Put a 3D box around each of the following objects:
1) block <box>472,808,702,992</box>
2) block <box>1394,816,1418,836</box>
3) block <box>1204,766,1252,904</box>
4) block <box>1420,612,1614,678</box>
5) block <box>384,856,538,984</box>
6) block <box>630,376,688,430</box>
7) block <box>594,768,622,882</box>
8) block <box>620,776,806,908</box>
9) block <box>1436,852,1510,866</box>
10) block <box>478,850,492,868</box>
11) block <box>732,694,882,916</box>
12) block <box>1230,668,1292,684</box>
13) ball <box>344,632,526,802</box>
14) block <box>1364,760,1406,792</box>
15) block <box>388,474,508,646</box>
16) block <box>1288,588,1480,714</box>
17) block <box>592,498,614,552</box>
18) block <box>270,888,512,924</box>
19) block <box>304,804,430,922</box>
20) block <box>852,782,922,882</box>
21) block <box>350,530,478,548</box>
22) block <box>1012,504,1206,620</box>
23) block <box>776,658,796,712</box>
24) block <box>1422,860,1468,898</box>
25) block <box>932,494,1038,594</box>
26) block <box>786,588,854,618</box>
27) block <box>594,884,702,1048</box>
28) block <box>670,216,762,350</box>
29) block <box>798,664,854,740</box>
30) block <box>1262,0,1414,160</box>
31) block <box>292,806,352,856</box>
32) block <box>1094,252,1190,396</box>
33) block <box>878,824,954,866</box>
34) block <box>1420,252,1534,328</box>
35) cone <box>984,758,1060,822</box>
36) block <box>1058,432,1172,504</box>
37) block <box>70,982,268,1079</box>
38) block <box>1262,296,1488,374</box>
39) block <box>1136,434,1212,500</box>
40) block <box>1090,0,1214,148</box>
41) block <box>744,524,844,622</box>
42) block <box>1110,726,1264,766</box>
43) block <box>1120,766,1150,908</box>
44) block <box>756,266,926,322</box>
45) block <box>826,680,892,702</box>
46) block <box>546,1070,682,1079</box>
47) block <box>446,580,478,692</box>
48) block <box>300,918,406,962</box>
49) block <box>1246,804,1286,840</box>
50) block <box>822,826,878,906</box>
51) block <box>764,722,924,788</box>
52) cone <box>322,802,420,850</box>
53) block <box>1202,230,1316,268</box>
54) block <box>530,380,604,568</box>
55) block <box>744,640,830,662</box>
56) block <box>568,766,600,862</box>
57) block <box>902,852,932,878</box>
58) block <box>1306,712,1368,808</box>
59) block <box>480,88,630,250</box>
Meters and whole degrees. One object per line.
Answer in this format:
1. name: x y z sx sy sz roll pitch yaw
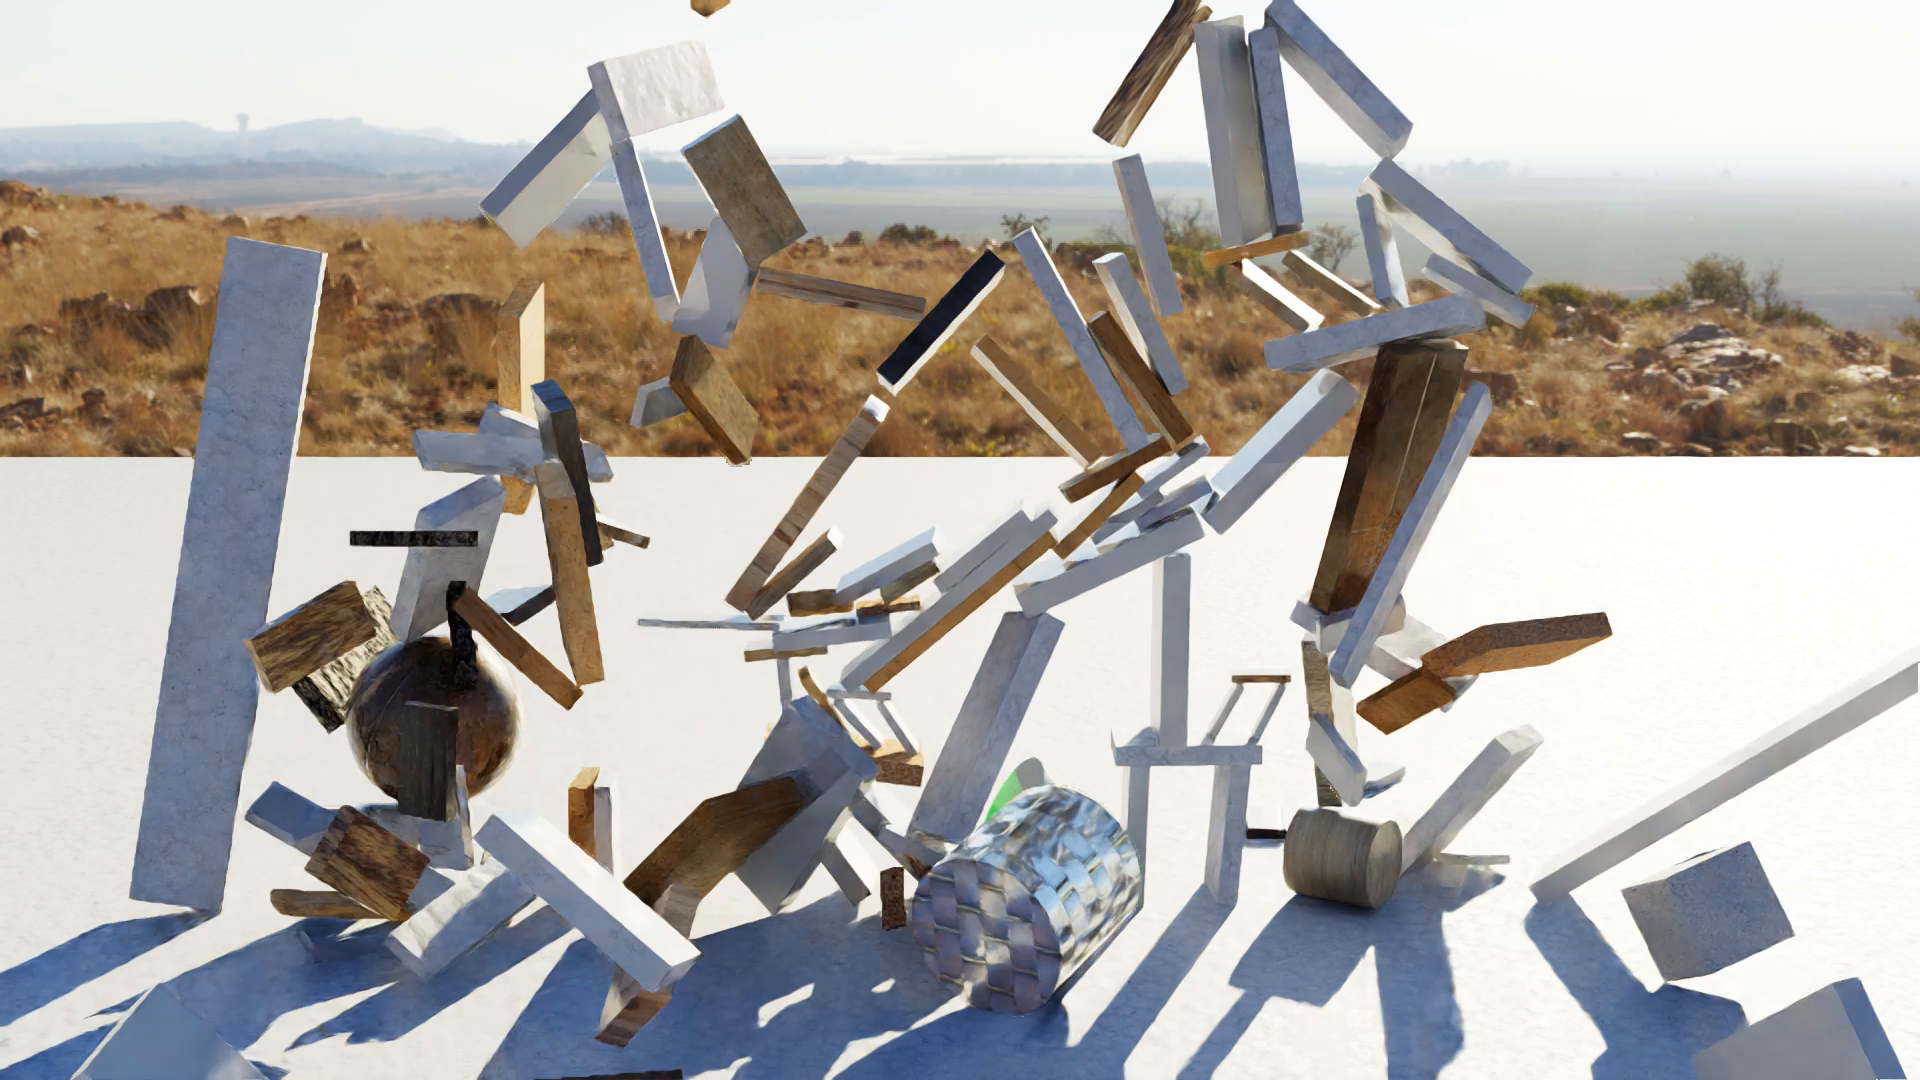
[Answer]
1. block: -0.433 0.417 2.567 0.273 0.039 0.136 39 2 9
2. block: 0.797 0.527 3.961 0.062 0.017 0.123 6 12 29
3. block: 0.443 0.471 3.652 0.034 0.239 0.119 3 10 -5
4. block: 0.886 0.168 3.492 0.287 0.041 0.144 -4 -20 -35
5. block: -0.748 0.568 3.402 0.091 0.026 0.347 40 28 7
6. block: -0.449 -0.218 3.379 0.019 0.066 0.131 33 33 22
7. block: -0.585 0.491 3.652 0.028 0.201 0.100 -1 11 -2
8. block: -0.406 0.493 3.482 0.172 0.049 0.345 -10 -25 -44
9. block: 0.880 0.545 3.766 0.123 0.017 0.062 6 -6 -40
10. block: -0.775 0.556 3.712 0.070 0.020 0.140 25 8 -11
11. block: -0.271 0.425 3.512 0.172 0.345 0.049 45 36 17
12. block: 0.491 0.222 3.599 0.097 0.014 0.049 0 9 4
13. ball: -0.864 0.296 3.626 0.290 0.290 0.290 0 11 0
14. block: 0.813 0.461 4.310 0.069 0.020 0.139 8 13 37
15. block: -0.820 0.032 3.516 0.042 0.294 0.147 42 45 15
16. block: 0.696 0.162 3.576 0.293 0.042 0.147 32 33 19
17. block: -0.638 -0.076 3.690 0.026 0.185 0.093 -27 19 -14
18. block: -0.888 0.575 3.446 0.369 0.020 0.070 9 5 -33
19. block: -0.737 0.405 2.742 0.026 0.091 0.183 19 -19 26
20. block: -0.100 0.484 3.652 0.037 0.262 0.131 -43 5 10
21. block: -0.812 -0.002 3.266 0.170 0.024 0.085 1 0 26
22. block: 0.237 0.027 3.561 0.314 0.044 0.157 -25 10 3
23. block: -0.283 0.253 3.615 0.019 0.136 0.068 -5 10 0
24. block: 0.820 0.573 3.715 0.062 0.017 0.123 4 11 19
25. block: 0.040 0.006 3.555 0.191 0.027 0.095 -39 8 16
26. block: -0.231 0.102 3.613 0.104 0.015 0.052 -5 32 -11
27. block: -0.395 0.540 2.773 0.039 0.136 0.273 21 -31 -12
28. block: -0.370 -0.397 3.400 0.095 0.189 0.027 23 3 25
29. block: -0.221 0.273 3.613 0.019 0.136 0.068 -32 14 -1
30. block: 0.595 -0.728 3.477 0.041 0.292 0.146 -43 -7 2
31. block: -0.898 0.459 3.242 0.091 0.183 0.026 -21 53 2
32. block: 0.292 -0.350 3.556 0.034 0.239 0.120 -28 10 -2
33. block: -0.038 0.496 3.474 0.171 0.024 0.085 22 3 18
34. block: 0.812 -0.391 3.454 0.179 0.025 0.090 30 2 7
35. cone: 0.186 0.526 3.716 0.242 0.242 0.242 25 4 -16
36. block: 0.248 -0.116 3.541 0.182 0.026 0.091 -28 8 -1
37. block: -0.758 0.591 2.232 0.039 0.273 0.136 -37 13 29
38. block: 0.649 -0.319 3.441 0.311 0.044 0.156 -12 -4 28
39. block: 0.341 -0.117 3.536 0.134 0.019 0.067 -36 9 9
40. block: 0.304 -0.740 3.468 0.036 0.257 0.128 36 14 8
41. block: -0.269 0.053 3.568 0.184 0.026 0.092 -41 8 12
42. block: 0.371 0.338 3.617 0.238 0.034 0.119 0 11 0
43. block: 0.288 0.473 3.641 0.034 0.239 0.119 2 11 0
44. block: -0.188 -0.384 3.443 0.259 0.037 0.130 10 4 -7
45. block: -0.166 0.248 3.615 0.106 0.015 0.053 3 11 -3
46. block: -0.519 0.699 2.712 0.345 0.049 0.172 -1 -19 -11
47. block: -0.793 0.153 3.496 0.023 0.161 0.081 -5 -16 -21
48. block: -0.923 0.616 3.452 0.201 0.028 0.100 -6 12 -29
49. block: 0.560 0.515 4.018 0.069 0.020 0.139 1 11 7
50. block: -0.232 0.473 3.653 0.037 0.262 0.131 -35 8 7
51. block: -0.193 0.354 3.636 0.262 0.037 0.131 9 11 -5
52. cone: -1.000 0.475 3.620 0.178 0.178 0.178 30 -2 -24
53. block: 0.474 -0.460 3.479 0.160 0.023 0.080 -9 8 34
54. block: -0.530 -0.089 2.968 0.033 0.230 0.115 -16 28 -18
55. block: -0.282 0.176 3.594 0.136 0.019 0.068 -6 10 1
56. block: -0.624 0.488 3.649 0.028 0.201 0.100 4 14 3
57. block: -0.010 0.546 3.559 0.171 0.024 0.086 30 8 -29
58. block: 0.580 0.338 3.391 0.020 0.071 0.142 -11 39 -18
59. block: -0.632 -0.582 3.453 0.037 0.258 0.129 41 -6 15
